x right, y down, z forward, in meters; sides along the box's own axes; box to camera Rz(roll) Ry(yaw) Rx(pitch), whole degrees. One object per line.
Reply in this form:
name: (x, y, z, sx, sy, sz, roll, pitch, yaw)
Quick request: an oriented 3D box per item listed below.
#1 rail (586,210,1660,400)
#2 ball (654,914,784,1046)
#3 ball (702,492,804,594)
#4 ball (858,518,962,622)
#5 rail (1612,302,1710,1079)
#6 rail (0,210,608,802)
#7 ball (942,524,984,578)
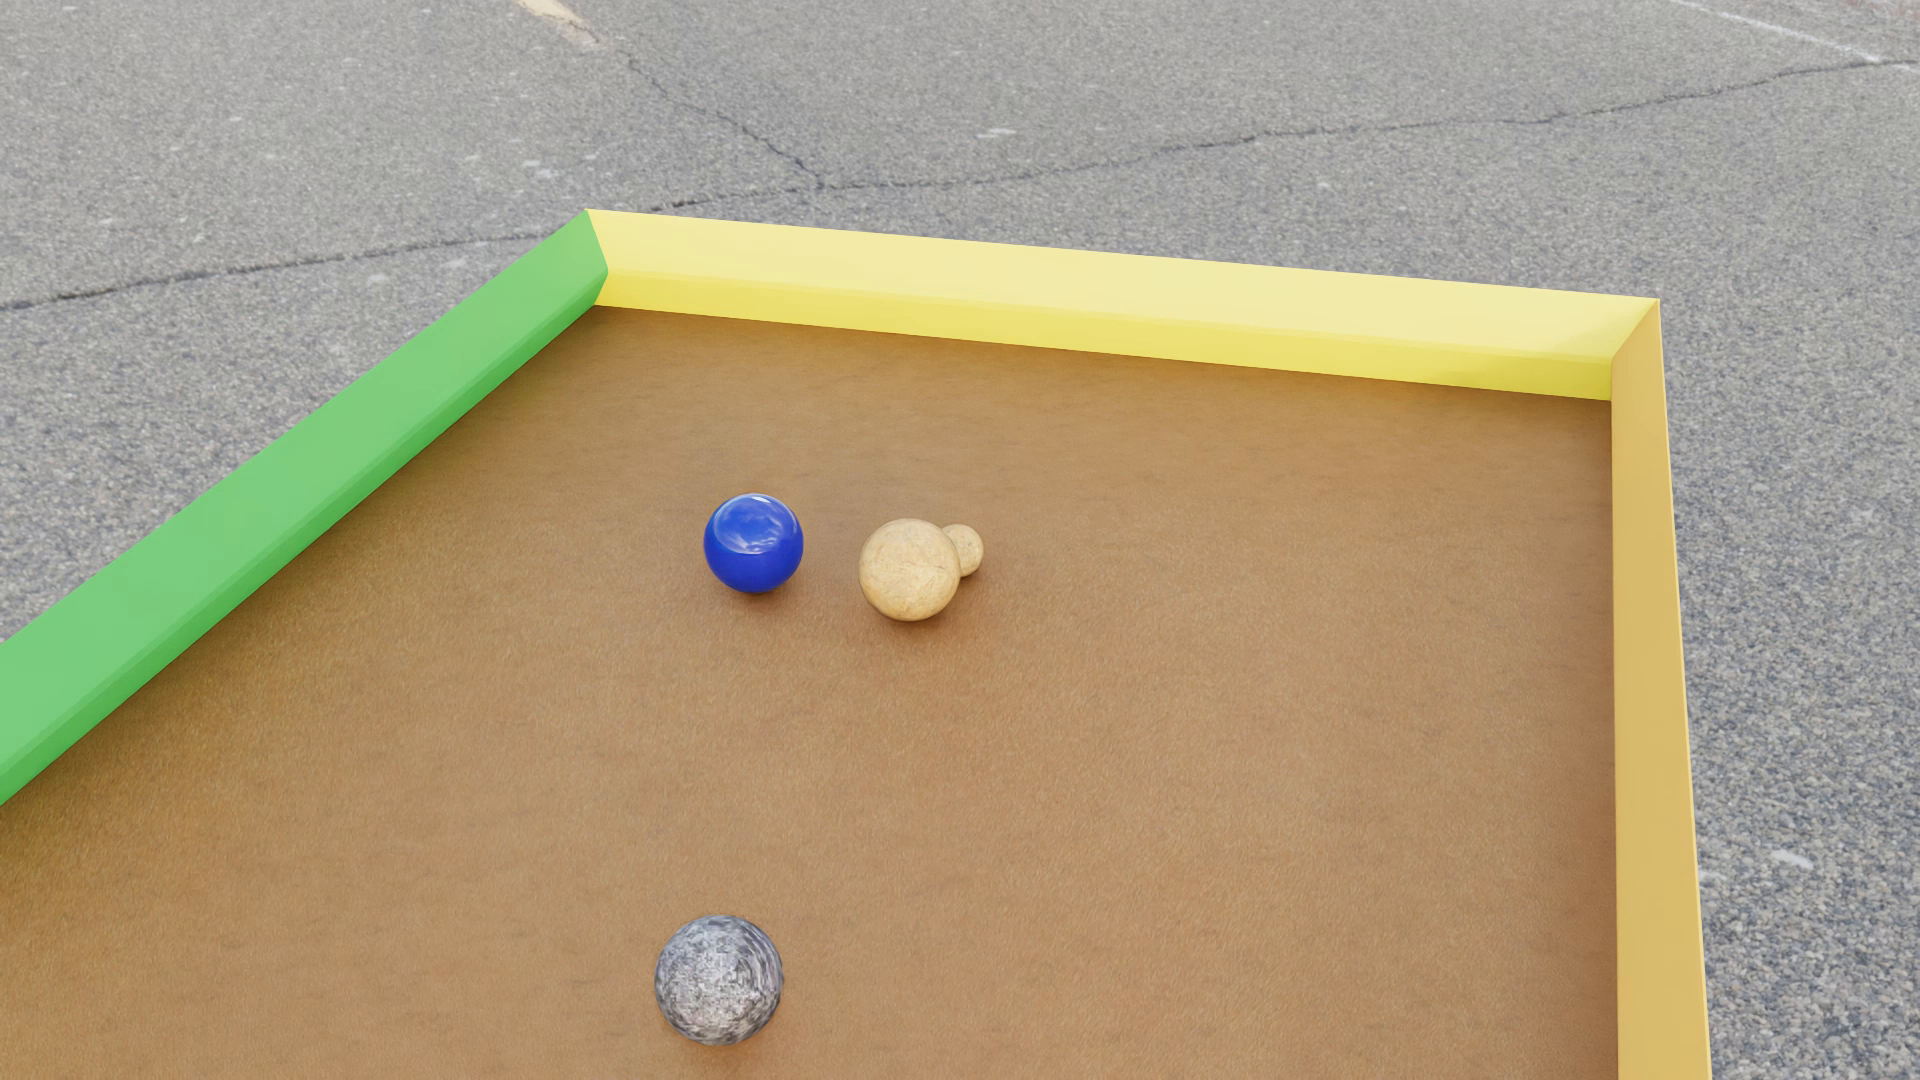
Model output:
rail: (0.157, -0.286, 2.707, 1.339, 0.129, 0.045, 7, 27, 13)
ball: (-0.169, 0.310, 1.547, 0.091, 0.091, 0.091, 0, 26, 0)
ball: (-0.203, 0.003, 2.158, 0.099, 0.099, 0.099, 0, 26, 0)
ball: (-0.049, 0.028, 2.106, 0.100, 0.100, 0.100, 0, 26, 0)
rail: (0.462, 0.326, 1.467, 0.045, 0.129, 2.569, 7, 27, 13)
rail: (-0.787, 0.182, 1.760, 0.045, 0.129, 2.569, 7, 27, 13)
ball: (-0.002, 0.011, 2.194, 0.054, 0.054, 0.054, 0, 26, 0)
